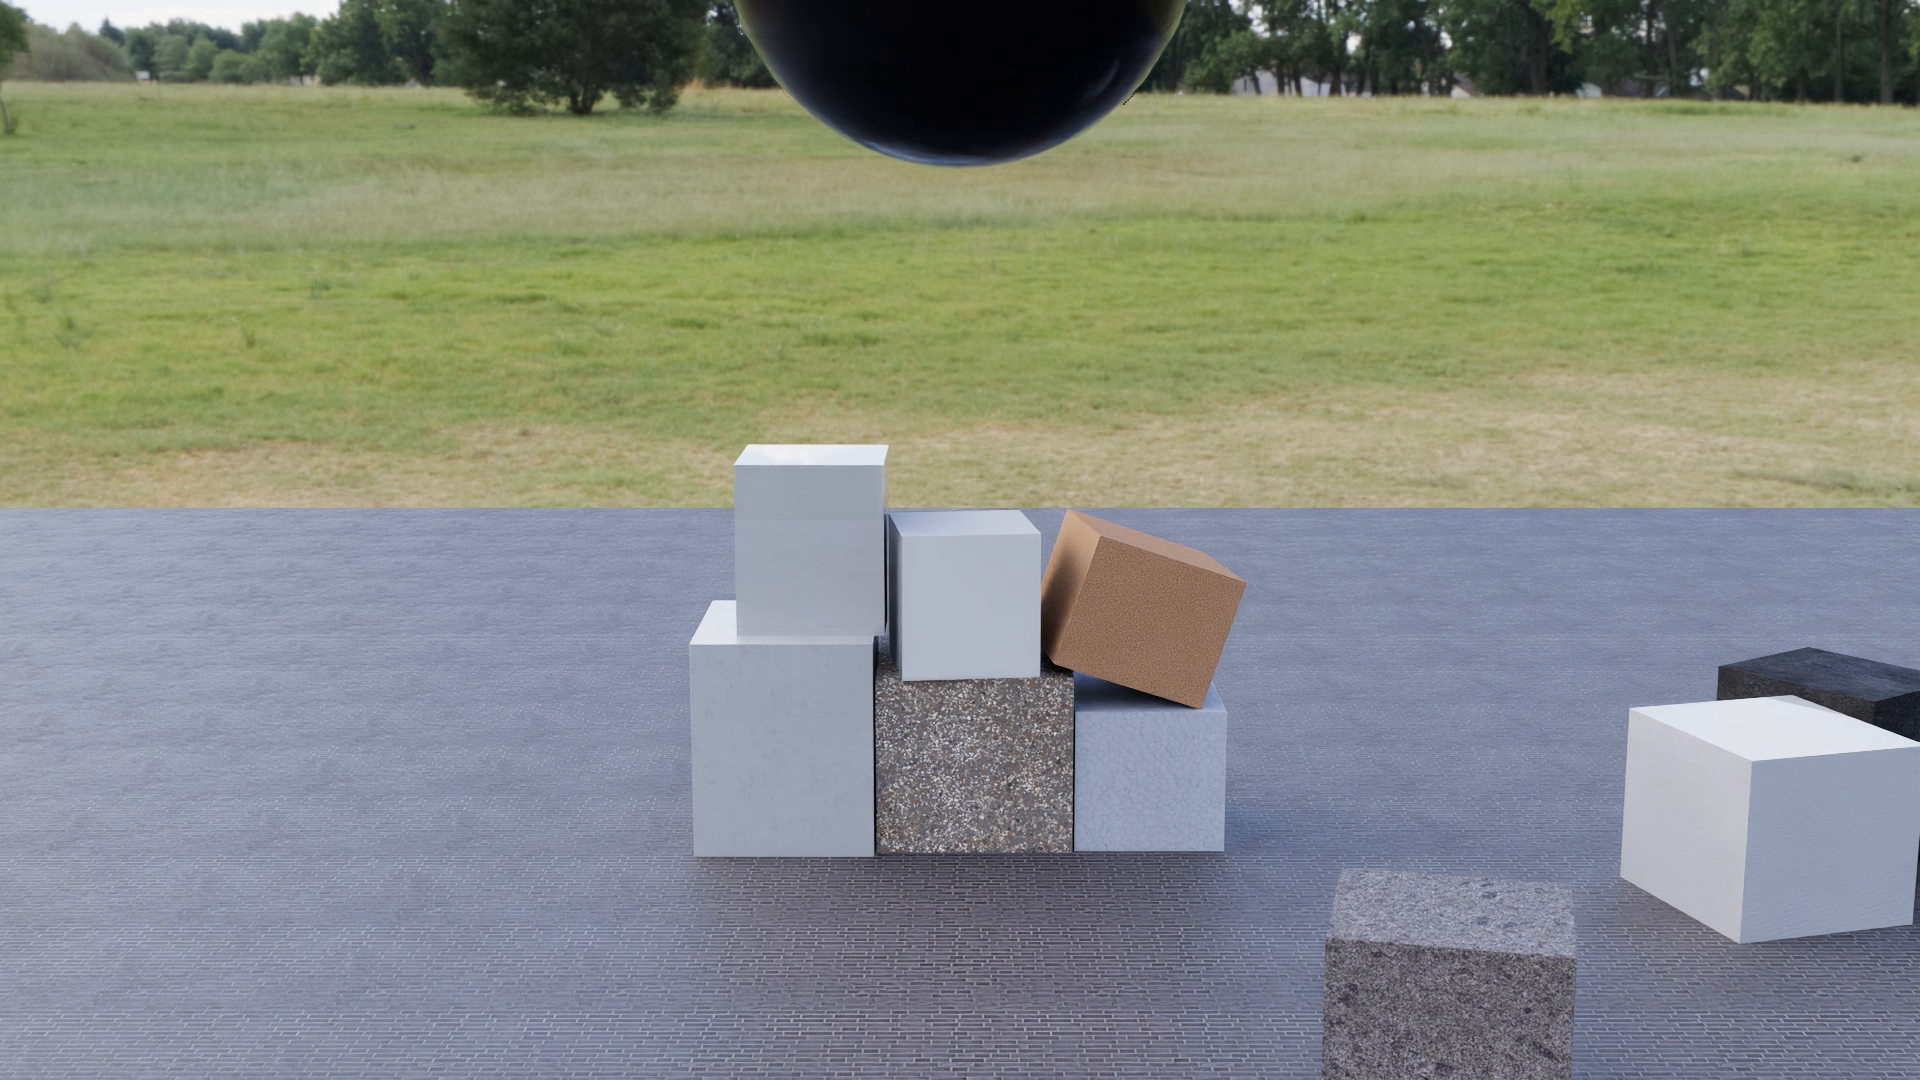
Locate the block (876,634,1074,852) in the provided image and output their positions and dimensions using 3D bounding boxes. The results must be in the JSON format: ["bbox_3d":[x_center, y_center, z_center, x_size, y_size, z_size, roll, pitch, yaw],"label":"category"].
[{"bbox_3d":[0.072,1.034,11.373,0.977,0.897,0.957,0,10,0],"label":"block"}]

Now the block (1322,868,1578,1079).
[{"bbox_3d":[1.762,1.713,7.937,0.838,0.790,0.768,3,11,14],"label":"block"}]

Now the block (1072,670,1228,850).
[{"bbox_3d":[0.946,1.127,11.366,0.751,0.716,0.864,0,10,0],"label":"block"}]

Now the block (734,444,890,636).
[{"bbox_3d":[-0.740,-0.010,11.187,0.734,0.857,0.723,0,10,0],"label":"block"}]

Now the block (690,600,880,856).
[{"bbox_3d":[-0.874,0.948,11.333,0.895,1.081,1.040,0,10,0],"label":"block"}]

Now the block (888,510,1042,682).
[{"bbox_3d":[0.014,0.268,11.071,0.681,0.718,0.696,-1,10,-7],"label":"block"}]

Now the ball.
[{"bbox_3d":[0.000,-2.041,7.277,1.600,1.600,1.600,0,10,0],"label":"ball"}]

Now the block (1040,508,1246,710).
[{"bbox_3d":[0.880,0.338,11.211,0.784,0.673,0.816,18,7,-11],"label":"block"}]

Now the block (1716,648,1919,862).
[{"bbox_3d":[4.382,1.100,11.032,0.750,0.889,0.866,-7,13,-34],"label":"block"}]

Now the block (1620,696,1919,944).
[{"bbox_3d":[3.755,1.272,10.227,0.906,0.838,0.945,-3,11,-16],"label":"block"}]
